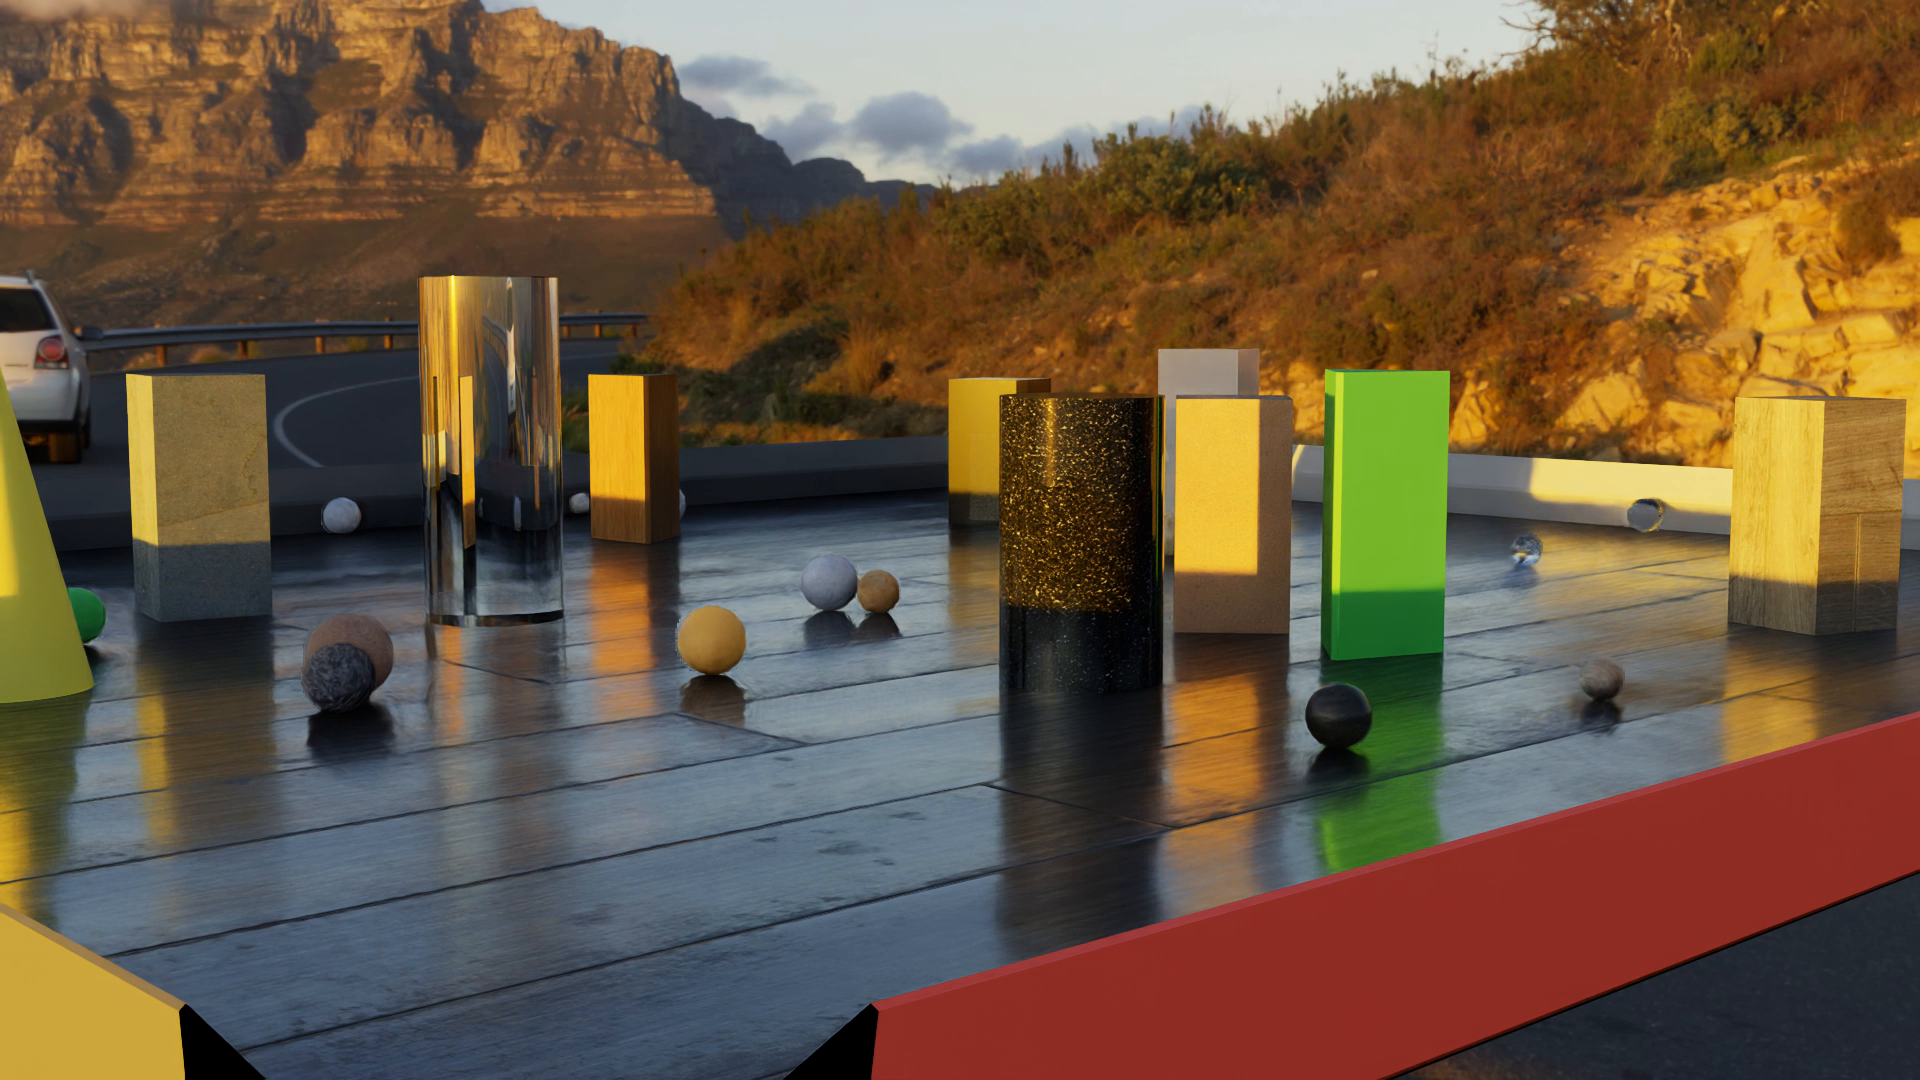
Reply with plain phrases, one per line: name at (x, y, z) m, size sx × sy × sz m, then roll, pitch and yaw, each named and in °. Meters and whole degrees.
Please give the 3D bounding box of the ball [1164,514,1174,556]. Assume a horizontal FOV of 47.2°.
ball at (0.392, -0.010, 4.005) m, size 0.078 × 0.078 × 0.078 m, roll 0°, pitch 6°, yaw 0°

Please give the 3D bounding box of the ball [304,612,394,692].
ball at (-0.703, 0.133, 2.532) m, size 0.099 × 0.099 × 0.099 m, roll 0°, pitch 6°, yaw 0°

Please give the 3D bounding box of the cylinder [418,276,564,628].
cylinder at (-0.677, -0.132, 3.181) m, size 0.199 × 0.493 × 0.199 m, roll 0°, pitch 6°, yaw 0°

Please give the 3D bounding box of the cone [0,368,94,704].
cone at (-1.128, -0.038, 2.574) m, size 0.199 × 0.430 × 0.199 m, roll 0°, pitch 6°, yaw 0°

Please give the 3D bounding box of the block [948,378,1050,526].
block at (0.085, -0.189, 4.645) m, size 0.159 × 0.302 × 0.159 m, roll 3°, pitch 7°, yaw 29°

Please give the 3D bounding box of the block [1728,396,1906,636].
block at (1.212, -0.040, 3.116) m, size 0.159 × 0.322 × 0.159 m, roll -3°, pitch 7°, yaw -26°

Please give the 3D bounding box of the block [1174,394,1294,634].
block at (0.384, -0.040, 3.112) m, size 0.159 × 0.324 × 0.159 m, roll 1°, pitch 6°, yaw 5°

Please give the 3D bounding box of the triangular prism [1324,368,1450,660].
triangular prism at (0.525, -0.040, 2.897) m, size 0.172 × 0.367 × 0.149 m, roll -3°, pitch 7°, yaw -25°

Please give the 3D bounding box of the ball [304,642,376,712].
ball at (-0.690, 0.153, 2.445) m, size 0.078 × 0.078 × 0.078 m, roll 0°, pitch 6°, yaw 0°

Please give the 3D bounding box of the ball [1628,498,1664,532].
ball at (1.382, -0.051, 4.433) m, size 0.071 × 0.071 × 0.071 m, roll 0°, pitch 6°, yaw 0°

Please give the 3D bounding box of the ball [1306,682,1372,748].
ball at (0.387, 0.179, 2.246) m, size 0.067 × 0.067 × 0.067 m, roll 0°, pitch 6°, yaw 0°

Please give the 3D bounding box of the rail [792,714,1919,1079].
rail at (1.132, 0.161, 2.111) m, size 3.693 × 0.129 × 0.045 m, roll -5°, pitch 8°, yaw -42°

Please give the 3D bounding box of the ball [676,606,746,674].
ball at (-0.305, 0.123, 2.698) m, size 0.085 × 0.085 × 0.085 m, roll 0°, pitch 6°, yaw 0°

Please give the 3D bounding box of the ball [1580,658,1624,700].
ball at (0.736, 0.160, 2.522) m, size 0.048 × 0.048 × 0.048 m, roll 0°, pitch 6°, yaw 0°

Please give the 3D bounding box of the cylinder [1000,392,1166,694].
cylinder at (0.146, -0.002, 2.650) m, size 0.199 × 0.344 × 0.199 m, roll 0°, pitch 6°, yaw 0°

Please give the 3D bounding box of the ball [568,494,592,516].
ball at (-0.830, -0.078, 4.798) m, size 0.049 × 0.049 × 0.049 m, roll 0°, pitch 6°, yaw 0°

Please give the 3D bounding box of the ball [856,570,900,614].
ball at (-0.120, 0.076, 3.245) m, size 0.065 × 0.065 × 0.065 m, roll 0°, pitch 6°, yaw 0°

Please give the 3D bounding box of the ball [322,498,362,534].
ball at (-1.235, -0.048, 4.393) m, size 0.074 × 0.074 × 0.074 m, roll 0°, pitch 6°, yaw 0°

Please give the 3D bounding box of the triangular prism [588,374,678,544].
triangular prism at (-0.612, -0.164, 4.316) m, size 0.172 × 0.321 × 0.149 m, roll 5°, pitch 8°, yaw 42°

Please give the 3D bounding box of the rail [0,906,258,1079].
rail at (-1.340, 0.162, 2.102) m, size 0.045 × 0.129 × 3.386 m, roll -5°, pitch 8°, yaw -42°

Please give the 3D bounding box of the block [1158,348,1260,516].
block at (0.489, -0.191, 4.331) m, size 0.159 × 0.371 × 0.159 m, roll 2°, pitch 6°, yaw 22°

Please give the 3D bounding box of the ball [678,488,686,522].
ball at (-0.611, -0.072, 4.535) m, size 0.092 × 0.092 × 0.092 m, roll 0°, pitch 6°, yaw 0°

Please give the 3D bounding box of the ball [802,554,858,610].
ball at (-0.193, 0.063, 3.272) m, size 0.085 × 0.085 × 0.085 m, roll 0°, pitch 6°, yaw 0°

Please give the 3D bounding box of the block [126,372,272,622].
block at (-1.122, -0.068, 3.245) m, size 0.159 × 0.352 × 0.159 m, roll -4°, pitch 7°, yaw -33°

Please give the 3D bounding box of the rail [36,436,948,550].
rail at (-1.132, -0.093, 4.552) m, size 3.693 × 0.129 × 0.045 m, roll -5°, pitch 8°, yaw -42°

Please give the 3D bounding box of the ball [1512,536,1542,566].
ball at (0.993, 0.019, 3.852) m, size 0.053 × 0.053 × 0.053 m, roll 0°, pitch 6°, yaw 0°

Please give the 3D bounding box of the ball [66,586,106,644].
ball at (-1.181, 0.102, 2.934) m, size 0.078 × 0.078 × 0.078 m, roll 0°, pitch 6°, yaw 0°

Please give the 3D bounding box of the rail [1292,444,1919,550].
rail at (1.340, -0.094, 4.561) m, size 0.045 × 0.129 × 3.386 m, roll -5°, pitch 8°, yaw -42°
